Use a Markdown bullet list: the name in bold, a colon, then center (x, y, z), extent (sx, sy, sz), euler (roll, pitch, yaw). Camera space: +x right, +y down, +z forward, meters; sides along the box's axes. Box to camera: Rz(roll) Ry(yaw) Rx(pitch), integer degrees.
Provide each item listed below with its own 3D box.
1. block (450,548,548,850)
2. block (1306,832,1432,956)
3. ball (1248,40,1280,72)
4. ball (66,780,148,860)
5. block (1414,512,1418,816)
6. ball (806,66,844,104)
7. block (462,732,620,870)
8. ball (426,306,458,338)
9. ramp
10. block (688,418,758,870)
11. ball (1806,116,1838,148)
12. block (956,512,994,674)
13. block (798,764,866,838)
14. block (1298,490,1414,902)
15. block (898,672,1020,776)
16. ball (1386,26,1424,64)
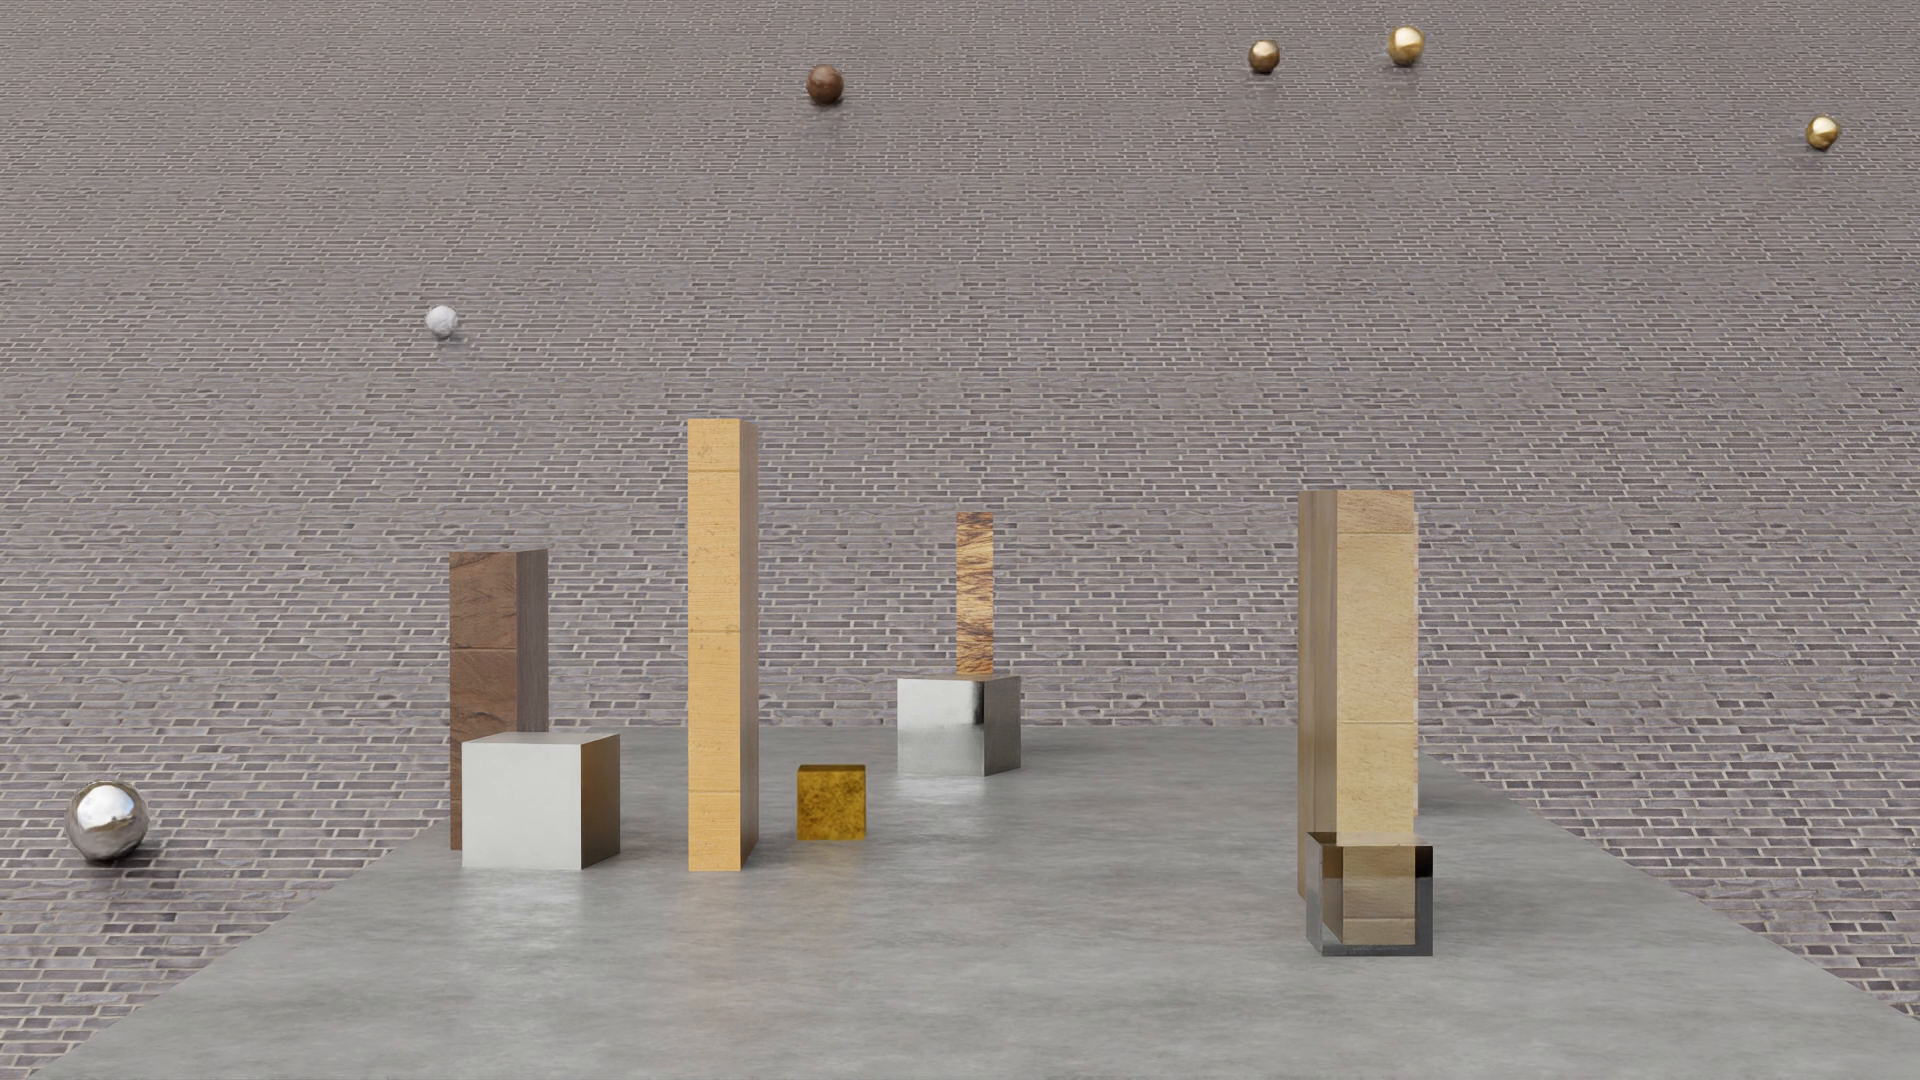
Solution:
- **block**: center (-0.788, 0.264, 4.433), extent (0.111, 0.493, 0.332), euler (0, 1, 0)
- **block**: center (0.528, 0.457, 3.341), extent (0.140, 0.140, 0.140), euler (0, 1, -1)
- **ball**: center (1.392, -2.214, 11.818), extent (0.150, 0.150, 0.150), euler (0, 27, 0)
- **ball**: center (-2.047, 0.673, 6.200), extent (0.190, 0.190, 0.190), euler (0, 27, 0)
- **block**: center (0.761, 0.223, 4.925), extent (0.147, 0.556, 0.435), euler (0, 1, 0)
- **ball**: center (-0.596, -2.012, 11.406), extent (0.169, 0.169, 0.169), euler (0, 27, 0)
- **block**: center (-0.672, 0.416, 4.155), extent (0.196, 0.196, 0.196), euler (0, 1, 11)
- **ball**: center (-1.819, -0.767, 9.069), extent (0.109, 0.109, 0.109), euler (0, 27, 0)
- **ramp**: center (0.062, 0.557, 4.595), extent (2.000, 0.100, 4.000), euler (0, 1, 0)
- **block**: center (-0.384, 0.161, 4.215), extent (0.081, 0.705, 0.378), euler (0, 1, 0)
- **ball**: center (3.630, -1.716, 10.873), extent (0.133, 0.133, 0.133), euler (0, 27, 0)
- **block**: center (0.033, 0.210, 5.975), extent (0.083, 0.551, 0.338), euler (0, 1, 0)
- **block**: center (-0.221, 0.452, 4.466), extent (0.115, 0.115, 0.115), euler (0, 1, -1)
- **block**: center (0.548, 0.227, 3.604), extent (0.101, 0.592, 0.392), euler (0, 1, 0)
- **block**: center (-0.001, 0.393, 5.521), extent (0.200, 0.200, 0.200), euler (0, 1, 24)
- **ball**: center (2.060, -2.285, 11.931), extent (0.173, 0.173, 0.173), euler (0, 27, 0)
